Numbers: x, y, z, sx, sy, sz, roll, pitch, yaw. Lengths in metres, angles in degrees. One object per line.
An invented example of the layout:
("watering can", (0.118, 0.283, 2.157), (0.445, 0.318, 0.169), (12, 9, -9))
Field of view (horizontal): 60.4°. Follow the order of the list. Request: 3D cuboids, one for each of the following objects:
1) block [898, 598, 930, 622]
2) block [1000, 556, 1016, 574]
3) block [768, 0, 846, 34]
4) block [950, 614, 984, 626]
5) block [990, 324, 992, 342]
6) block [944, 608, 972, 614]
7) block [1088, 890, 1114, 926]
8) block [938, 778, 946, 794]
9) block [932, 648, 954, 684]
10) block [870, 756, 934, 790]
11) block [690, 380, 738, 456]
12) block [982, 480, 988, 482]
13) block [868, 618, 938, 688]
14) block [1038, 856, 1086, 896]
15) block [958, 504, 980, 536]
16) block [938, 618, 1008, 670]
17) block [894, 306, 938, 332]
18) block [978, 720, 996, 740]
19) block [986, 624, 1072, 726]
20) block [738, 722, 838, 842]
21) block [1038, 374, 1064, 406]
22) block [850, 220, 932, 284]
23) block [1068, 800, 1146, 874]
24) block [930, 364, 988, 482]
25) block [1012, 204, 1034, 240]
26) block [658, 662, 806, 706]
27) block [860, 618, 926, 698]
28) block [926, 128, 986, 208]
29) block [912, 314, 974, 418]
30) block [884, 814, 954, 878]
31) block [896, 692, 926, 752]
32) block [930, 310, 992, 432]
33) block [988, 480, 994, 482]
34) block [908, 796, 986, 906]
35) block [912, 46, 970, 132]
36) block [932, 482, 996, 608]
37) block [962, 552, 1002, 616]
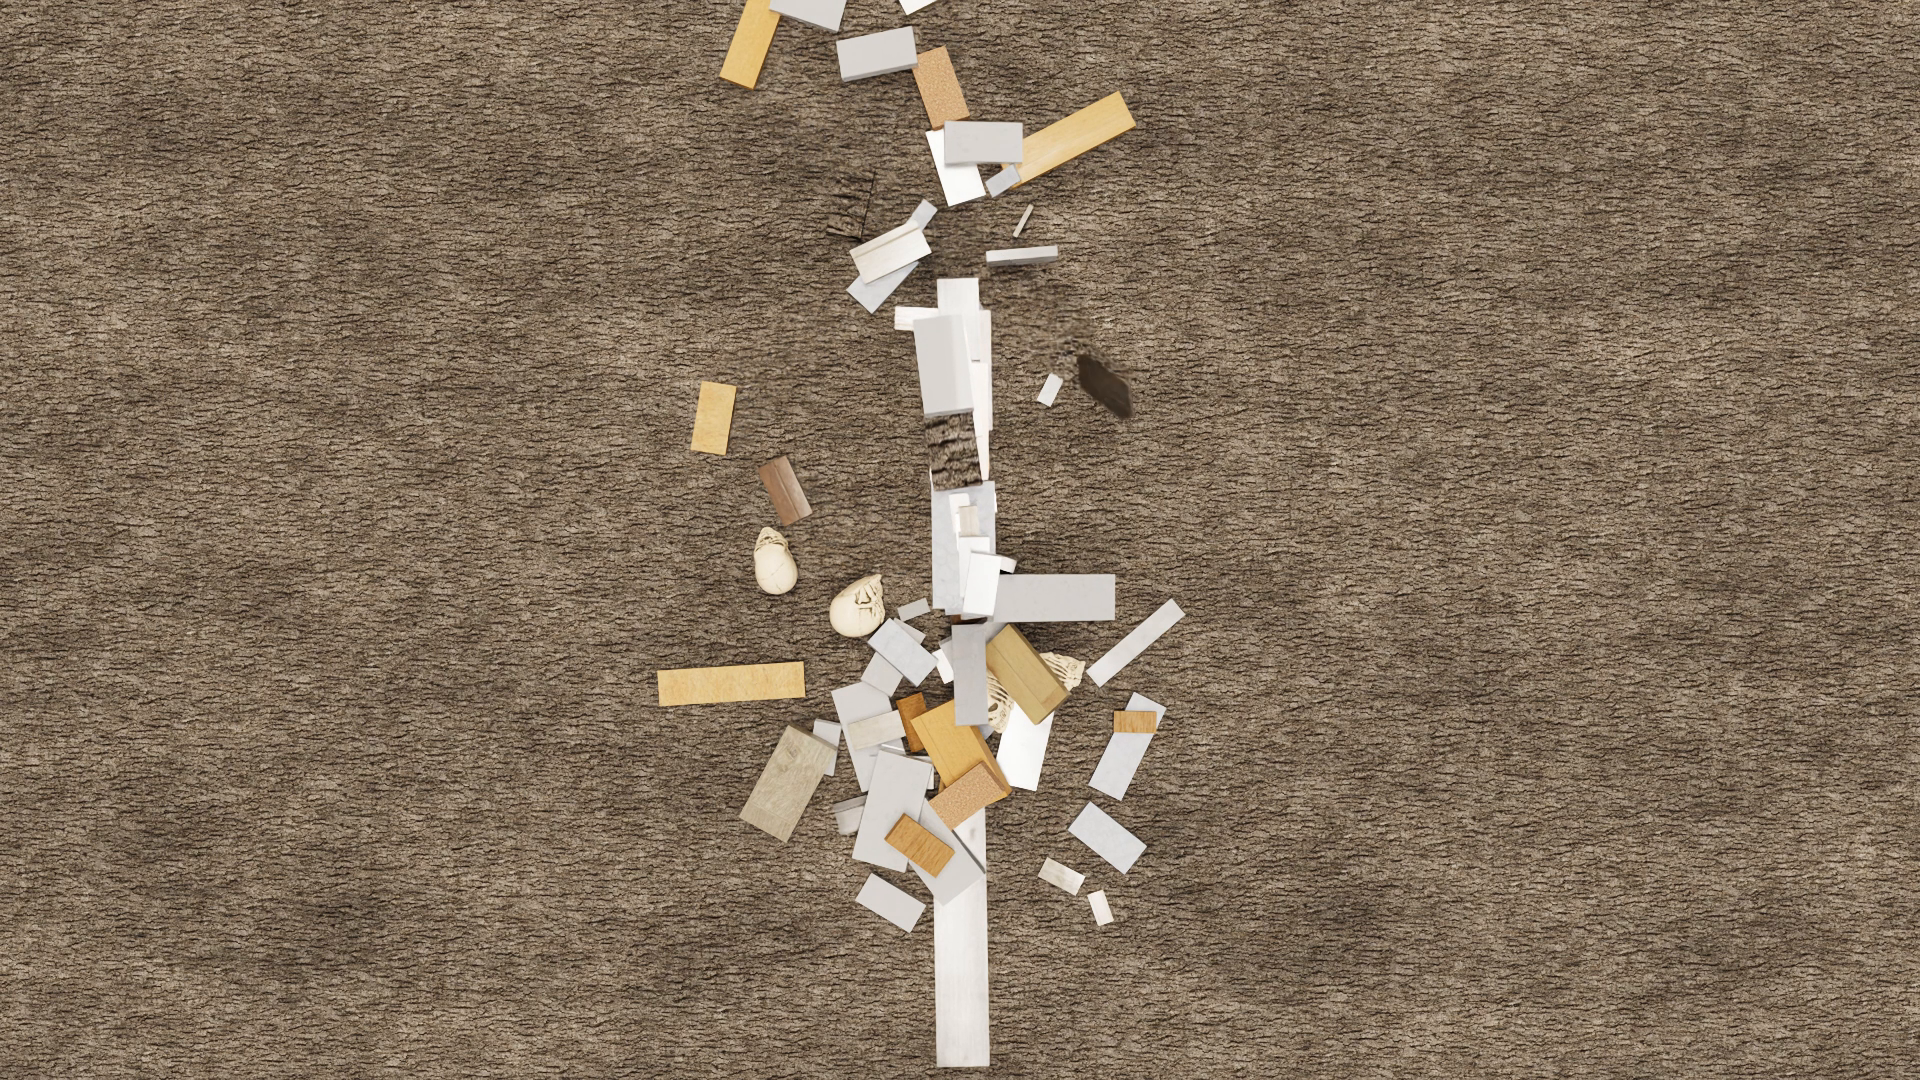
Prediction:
("block", (-0.154, 0.232, 5.478), (0.101, 0.014, 0.050), (-21, 48, 0))
("block", (0.106, 0.064, 5.356), (0.144, 0.287, 0.041), (17, 90, 0))
("block", (-0.504, -1.776, 5.462), (0.237, 0.034, 0.118), (16, 91, -10))
("block", (0.024, 0.240, 5.391), (0.109, 0.219, 0.031), (-20, 57, -11))
("block", (0.005, -0.626, 5.241), (0.179, 0.518, 0.051), (0, 90, 0))
("block", (0.007, 0.102, 4.919), (0.118, 0.033, 0.236), (-4, 90, 0))
("block", (0.468, 1.223, 5.492), (0.055, 0.016, 0.110), (-20, 90, 0))
("block", (-0.040, 0.816, 5.492), (0.055, 0.016, 0.110), (8, 90, 0))
("block", (0.027, 0.383, 5.485), (0.219, 0.031, 0.109), (-24, 90, 0))
("block", (-0.193, 0.766, 5.436), (0.212, 0.030, 0.106), (0, 90, 0))
("block", (-0.817, -0.405, 5.484), (0.116, 0.033, 0.231), (9, 90, 0))
("block", (0.006, -0.171, 4.840), (0.155, 0.044, 0.310), (-4, 90, 0))
("block", (-0.188, 0.371, 5.428), (0.219, 0.031, 0.109), (41, 75, 3))
("block", (0.337, 1.118, 5.490), (0.141, 0.020, 0.071), (27, 90, 0))
("block", (0.025, -0.041, 4.390), (0.051, 0.014, 0.102), (-5, 105, 0))
("block", (0.060, 0.337, 5.433), (0.234, 0.033, 0.117), (-27, 111, 0))
("block", (-0.139, -0.734, 5.489), (0.152, 0.022, 0.076), (2, 90, 0))
("block", (0.062, 0.608, 5.492), (0.110, 0.016, 0.055), (42, 90, 0))
("block", (0.208, 0.435, 5.344), (0.151, 0.043, 0.302), (-45, 72, 17))
("block", (-0.566, 0.799, 5.446), (0.179, 0.051, 0.358), (29, 99, 0))
("block", (0.301, -0.500, 5.493), (0.050, 0.014, 0.101), (27, 90, 0))
("block", (-0.229, -0.950, 5.450), (0.242, 0.034, 0.121), (-25, 90, 0))
("block", (0.488, 0.988, 5.483), (0.239, 0.034, 0.120), (38, 90, 0))
("block", (-0.003, -0.319, 4.481), (0.157, 0.045, 0.315), (0, 90, 0))
("block", (0.208, -1.053, 5.471), (0.016, 0.058, 0.116), (28, 90, 0))
("block", (-0.758, 0.477, 5.483), (0.484, 0.033, 0.117), (-4, 90, 0))
("block", (-0.221, 0.388, 5.453), (0.117, 0.033, 0.234), (29, 75, 0))
("block", (-0.014, -1.247, 5.482), (0.128, 0.036, 0.257), (-17, 90, 0))
("block", (-0.044, -0.463, 4.380), (0.132, 0.037, 0.264), (-7, 77, 0))
("block", (-0.130, 0.991, 5.348), (0.212, 0.030, 0.106), (39, 85, -14))
("block", (-0.144, 0.603, 5.465), (0.089, 0.025, 0.178), (-17, 90, -34))
("block", (0.004, -0.506, 4.956), (0.179, 0.051, 0.358), (-1, 90, 0))
("block", (0.034, -0.165, 5.356), (0.144, 0.287, 0.041), (1, 89, 0))
("block", (-0.093, 1.010, 5.426), (0.175, 0.049, 0.349), (-38, 86, 5))
("block", (-0.069, -1.494, 5.463), (0.129, 0.036, 0.257), (-19, 82, 0))
("block", (0.010, 0.013, 4.455), (0.170, 0.048, 0.339), (-1, 90, 0))
("block", (0.059, 0.115, 4.386), (0.081, 0.023, 0.163), (8, 104, -2))
